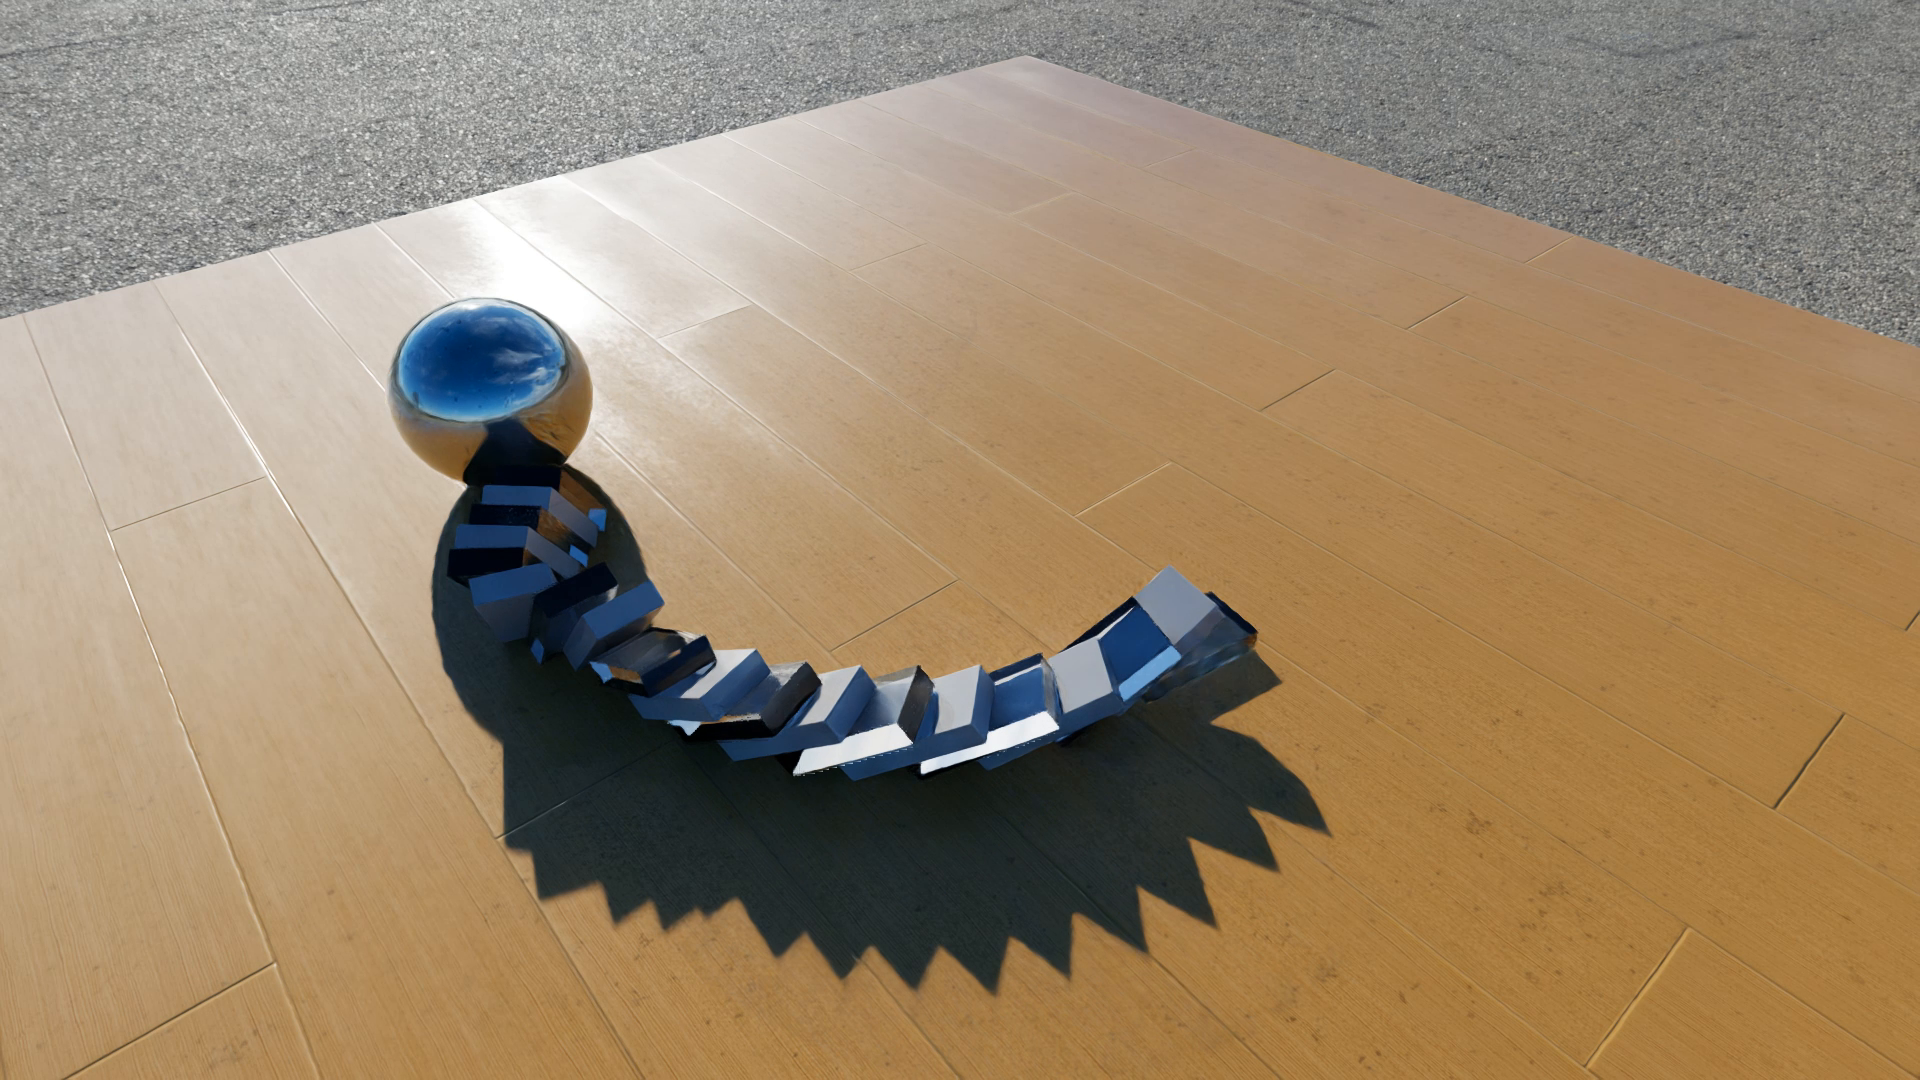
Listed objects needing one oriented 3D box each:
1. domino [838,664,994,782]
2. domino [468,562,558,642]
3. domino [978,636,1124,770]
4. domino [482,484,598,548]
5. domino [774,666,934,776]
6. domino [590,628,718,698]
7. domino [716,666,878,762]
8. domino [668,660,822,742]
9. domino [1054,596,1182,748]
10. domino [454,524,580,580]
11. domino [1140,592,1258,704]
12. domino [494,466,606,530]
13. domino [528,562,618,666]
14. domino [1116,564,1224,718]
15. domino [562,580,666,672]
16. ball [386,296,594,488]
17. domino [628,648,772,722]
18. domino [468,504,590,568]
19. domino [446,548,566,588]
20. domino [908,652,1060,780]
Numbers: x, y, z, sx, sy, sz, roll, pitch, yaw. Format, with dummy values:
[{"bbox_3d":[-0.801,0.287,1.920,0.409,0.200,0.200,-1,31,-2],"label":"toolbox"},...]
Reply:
[{"bbox_3d":[-0.014,0.059,0.353,0.050,0.009,0.025,-21,33,24],"label":"domino"},{"bbox_3d":[-0.153,0.022,0.386,0.025,0.050,0.010,-14,74,-16],"label":"domino"},{"bbox_3d":[0.027,0.053,0.360,0.050,0.009,0.025,-27,38,13],"label":"domino"},{"bbox_3d":[-0.161,-0.008,0.424,0.025,0.050,0.010,2,74,2],"label":"domino"},{"bbox_3d":[-0.034,0.058,0.352,0.050,0.009,0.025,-20,30,30],"label":"domino"},{"bbox_3d":[-0.105,0.041,0.374,0.025,0.009,0.050,-31,16,-32],"label":"domino"},{"bbox_3d":[-0.053,0.056,0.354,0.050,0.010,0.025,-16,27,36],"label":"domino"},{"bbox_3d":[-0.070,0.053,0.358,0.050,0.010,0.025,-12,27,42],"label":"domino"},{"bbox_3d":[0.046,0.044,0.370,0.050,0.010,0.025,-38,46,3],"label":"domino"},{"bbox_3d":[-0.162,0.006,0.406,0.025,0.050,0.009,2,74,2],"label":"domino"},{"bbox_3d":[0.080,0.038,0.397,0.050,0.010,0.025,-22,44,-24],"label":"domino"},{"bbox_3d":[-0.160,-0.016,0.433,0.025,0.050,0.009,2,74,2],"label":"domino"},{"bbox_3d":[-0.135,0.026,0.382,0.025,0.050,0.009,-31,82,-32],"label":"domino"},{"bbox_3d":[0.064,0.034,0.380,0.050,0.010,0.025,-43,49,-1],"label":"domino"},{"bbox_3d":[-0.120,0.030,0.379,0.025,0.050,0.009,-31,88,-32],"label":"domino"},{"bbox_3d":[-0.197,-0.062,0.463,0.080,0.080,0.080,0,39,0],"label":"ball"},{"bbox_3d":[-0.087,0.048,0.364,0.050,0.010,0.025,-8,28,48],"label":"domino"},{"bbox_3d":[-0.162,-0.001,0.415,0.025,0.050,0.009,2,74,2],"label":"domino"},{"bbox_3d":[-0.161,0.014,0.397,0.025,0.050,0.009,-1,74,-2],"label":"domino"},{"bbox_3d":[0.007,0.057,0.355,0.050,0.009,0.025,-24,36,18],"label":"domino"}]
